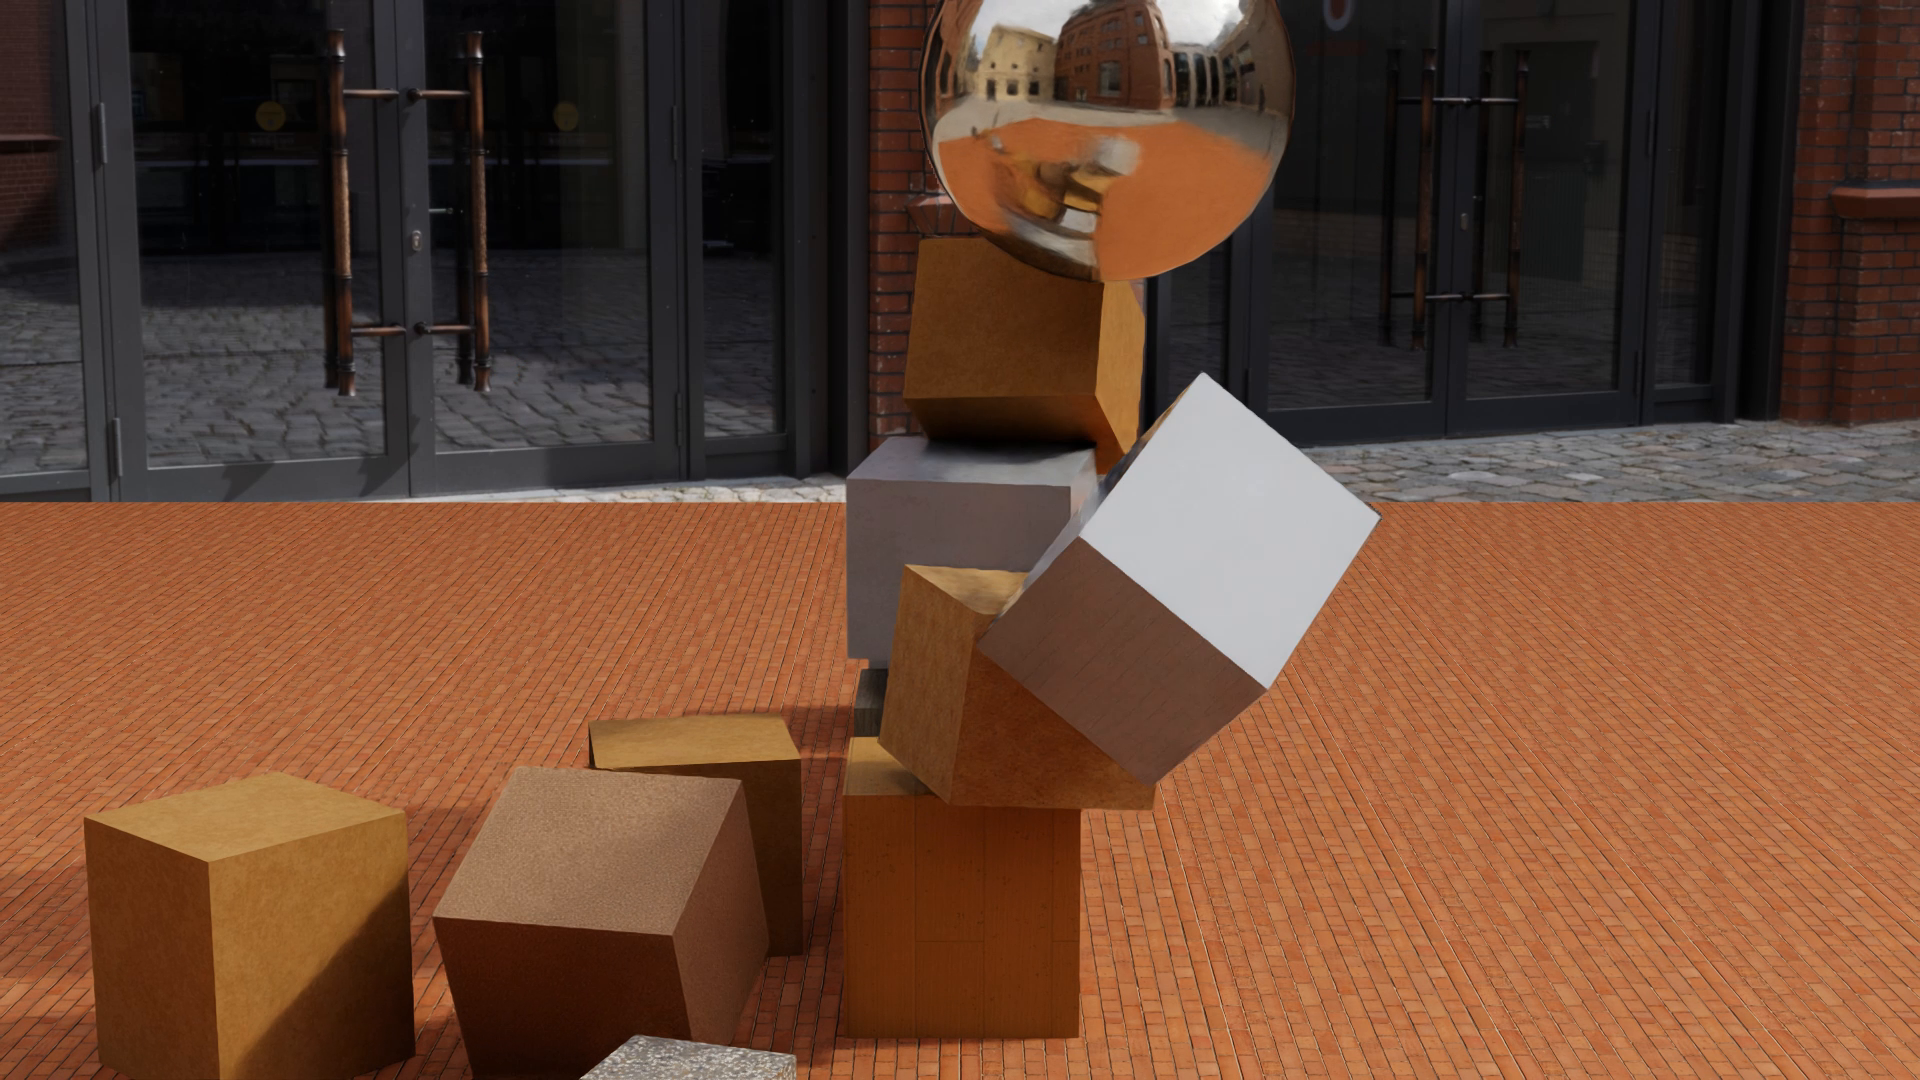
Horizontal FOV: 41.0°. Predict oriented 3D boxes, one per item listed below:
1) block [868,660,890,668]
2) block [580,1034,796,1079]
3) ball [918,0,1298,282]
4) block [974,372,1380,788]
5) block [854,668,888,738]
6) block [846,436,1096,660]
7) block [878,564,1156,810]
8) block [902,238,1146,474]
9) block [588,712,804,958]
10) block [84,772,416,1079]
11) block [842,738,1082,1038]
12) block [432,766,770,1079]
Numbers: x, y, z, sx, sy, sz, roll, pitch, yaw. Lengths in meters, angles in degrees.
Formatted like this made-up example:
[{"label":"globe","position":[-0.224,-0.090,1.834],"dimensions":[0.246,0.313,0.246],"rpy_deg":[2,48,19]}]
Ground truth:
[{"label":"block","position":[0.006,0.831,12.134],"dimensions":[0.840,1.024,0.888],"rpy_deg":[0,10,0]},{"label":"block","position":[-0.865,1.879,7.913],"dimensions":[0.555,0.472,0.559],"rpy_deg":[3,11,18]},{"label":"ball","position":[0.620,-1.892,10.836],"dimensions":[1.600,1.600,1.600],"rpy_deg":[0,10,0]},{"label":"block","position":[0.723,0.141,8.616],"dimensions":[0.862,0.767,0.842],"rpy_deg":[-51,1,-36]},{"label":"block","position":[-0.083,1.065,11.349],"dimensions":[0.732,0.843,0.735],"rpy_deg":[0,10,0]},{"label":"block","position":[0.068,0.035,11.441],"dimensions":[0.966,0.798,0.973],"rpy_deg":[2,13,9]},{"label":"block","position":[0.242,0.532,9.343],"dimensions":[0.793,0.689,0.735],"rpy_deg":[4,11,-23]},{"label":"block","position":[0.318,-0.843,11.896],"dimensions":[0.880,0.795,0.907],"rpy_deg":[0,-21,15]},{"label":"block","position":[-1.099,1.218,10.580],"dimensions":[0.809,0.817,0.769],"rpy_deg":[-2,10,-10]},{"label":"block","position":[-2.534,1.423,9.174],"dimensions":[0.801,0.918,0.797],"rpy_deg":[9,14,41]},{"label":"block","position":[0.004,1.307,9.784],"dimensions":[0.866,0.928,0.826],"rpy_deg":[0,10,0]},{"label":"block","position":[-1.241,1.383,9.066],"dimensions":[0.852,0.776,0.827],"rpy_deg":[2,33,13]}]
